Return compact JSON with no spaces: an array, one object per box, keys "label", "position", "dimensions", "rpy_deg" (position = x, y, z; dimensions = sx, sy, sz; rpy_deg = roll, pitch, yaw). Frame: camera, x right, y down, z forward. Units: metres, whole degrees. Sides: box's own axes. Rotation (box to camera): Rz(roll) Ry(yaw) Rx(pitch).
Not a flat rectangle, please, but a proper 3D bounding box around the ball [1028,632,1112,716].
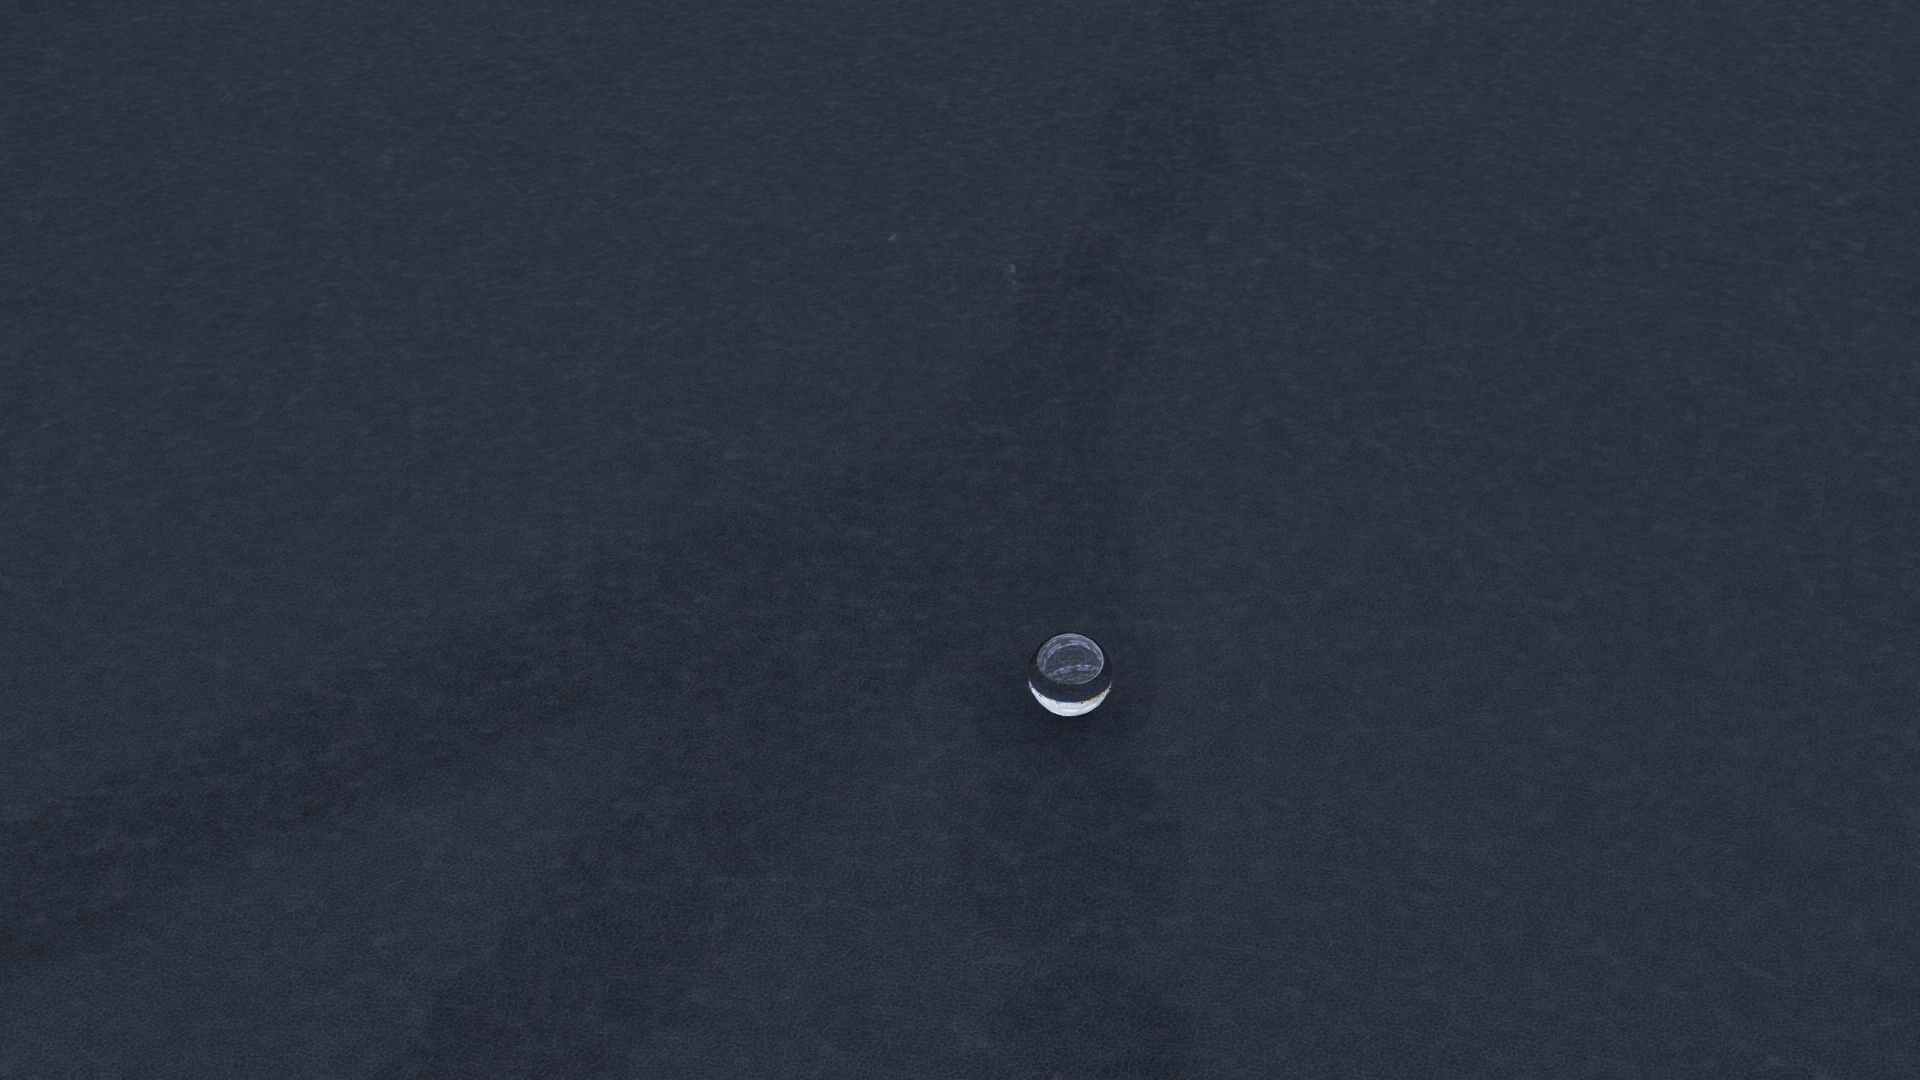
[{"label":"ball","position":[0.057,0.069,1.521],"dimensions":[0.044,0.044,0.044],"rpy_deg":[0,30,0]}]
